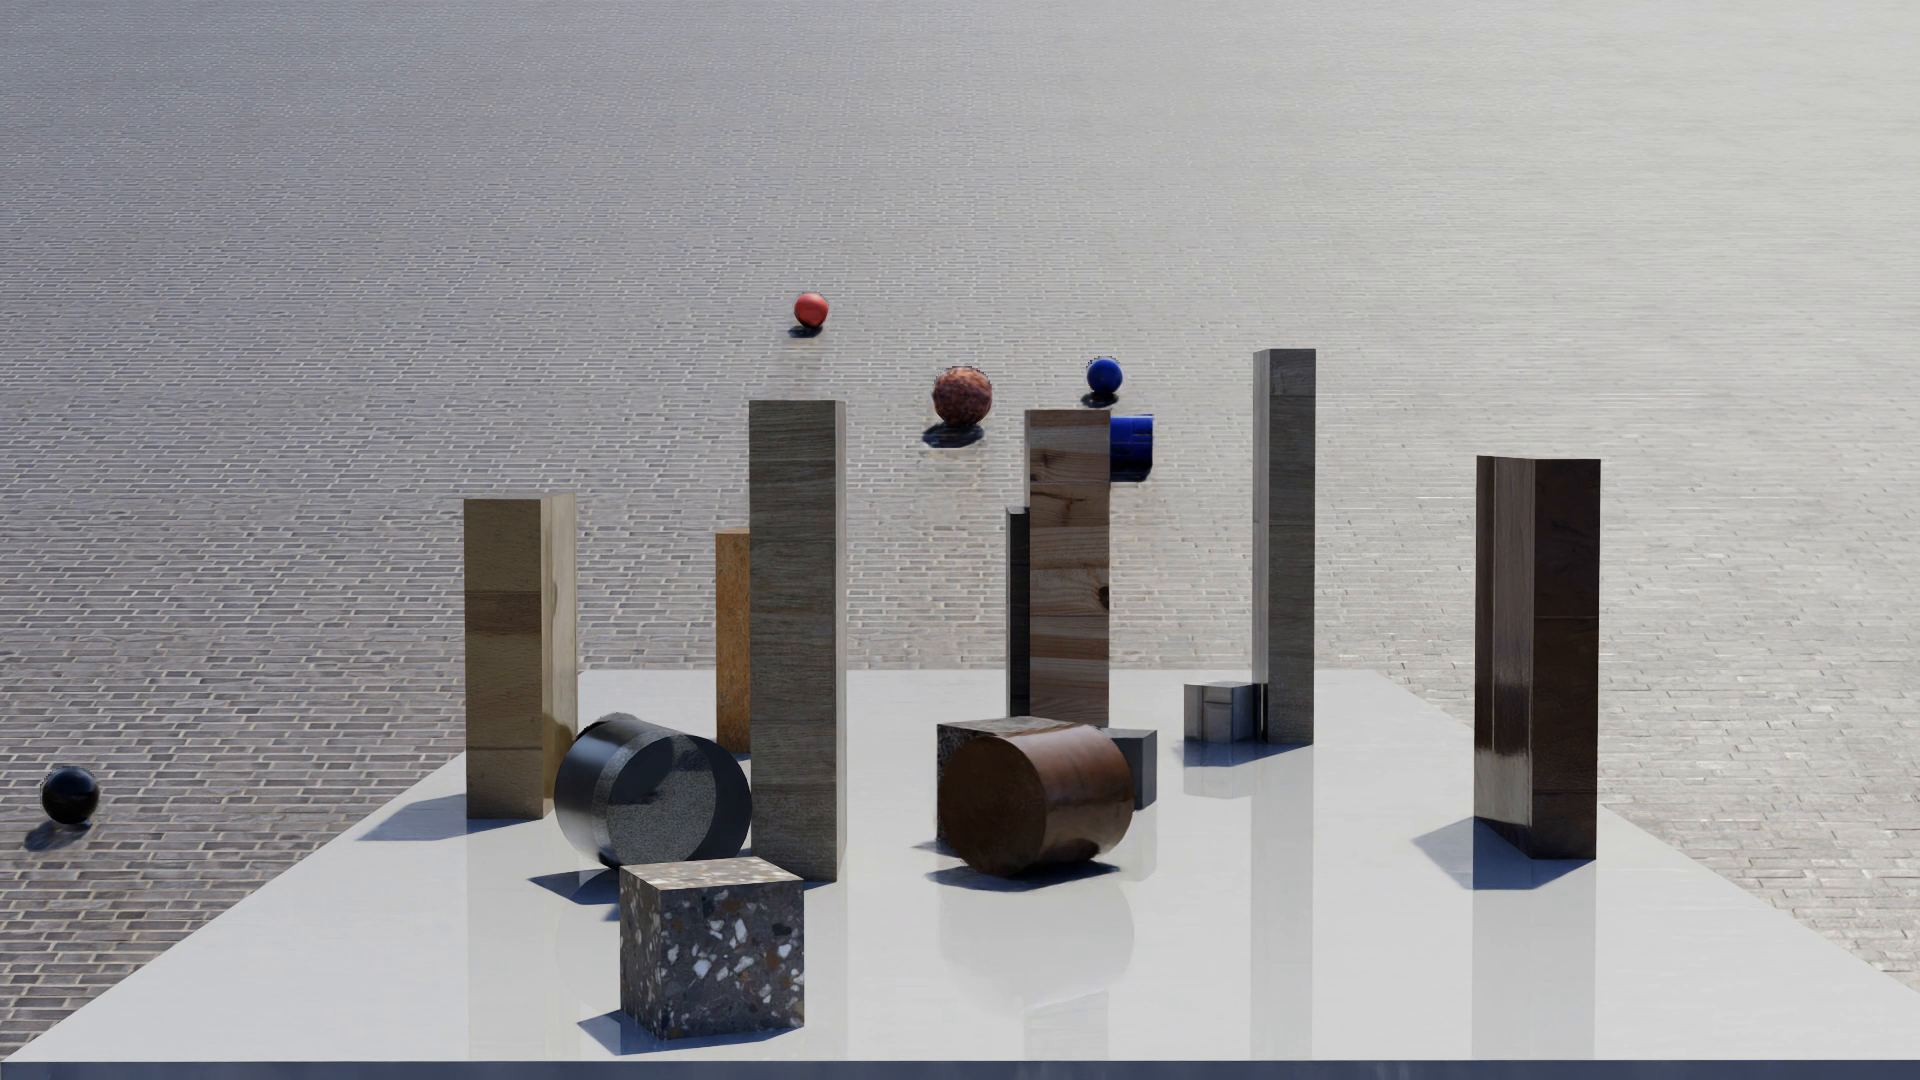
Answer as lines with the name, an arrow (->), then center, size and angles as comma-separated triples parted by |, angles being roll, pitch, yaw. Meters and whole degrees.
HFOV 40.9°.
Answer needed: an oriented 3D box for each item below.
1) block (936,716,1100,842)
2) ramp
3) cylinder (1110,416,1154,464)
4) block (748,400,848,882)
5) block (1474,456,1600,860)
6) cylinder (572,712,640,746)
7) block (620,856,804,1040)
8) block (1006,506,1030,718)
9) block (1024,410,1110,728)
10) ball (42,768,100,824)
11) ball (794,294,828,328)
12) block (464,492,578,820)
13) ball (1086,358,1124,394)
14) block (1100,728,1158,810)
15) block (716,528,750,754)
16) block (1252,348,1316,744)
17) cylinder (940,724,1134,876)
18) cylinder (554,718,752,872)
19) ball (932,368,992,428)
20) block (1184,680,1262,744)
block -> 0.087, 0.365, 3.867 | 0.174, 0.174, 0.174 | -2, 3, -36
ramp -> 0.052, 0.472, 4.535 | 2.000, 0.100, 4.000 | 0, 3, 0
cylinder -> 0.536, -0.317, 8.140 | 0.149, 0.149, 0.149 | 2, 23, 4
block -> -0.228, 0.132, 3.671 | 0.117, 0.659, 0.330 | 0, 3, 0
block -> 0.868, 0.162, 3.894 | 0.094, 0.576, 0.415 | 0, 3, 0
cylinder -> -0.595, 0.365, 4.414 | 0.125, 0.125, 0.125 | 1, 3, 2
block -> -0.263, 0.428, 2.716 | 0.154, 0.154, 0.154 | -1, 3, -23
block -> 0.144, 0.169, 5.049 | 0.101, 0.457, 0.421 | 0, 3, 0
block -> 0.205, 0.072, 5.035 | 0.149, 0.652, 0.419 | 0, 3, 0
ball -> -2.063, 0.595, 5.971 | 0.130, 0.130, 0.130 | 0, 23, 0
ball -> -0.547, -0.842, 9.438 | 0.124, 0.124, 0.124 | 0, 23, 0
block -> -0.723, 0.180, 4.263 | 0.122, 0.508, 0.385 | 0, 3, 0
ball -> 0.493, -0.556, 8.747 | 0.125, 0.125, 0.125 | 0, 23, 0
block -> 0.256, 0.376, 4.241 | 0.117, 0.117, 0.117 | 1, 3, 16
block -> -0.400, 0.190, 5.032 | 0.128, 0.418, 0.290 | 0, 3, 0
block -> 0.645, 0.008, 5.143 | 0.090, 0.771, 0.277 | 0, 3, 0
cylinder -> 0.109, 0.366, 3.631 | 0.195, 0.195, 0.195 | 20, 15, 39
cylinder -> -0.426, 0.362, 3.552 | 0.210, 0.210, 0.210 | -12, 8, -27
ball -> 0.008, -0.468, 8.446 | 0.195, 0.195, 0.195 | 0, 23, 0
block -> 0.521, 0.340, 5.108 | 0.110, 0.110, 0.110 | 2, 3, 40
